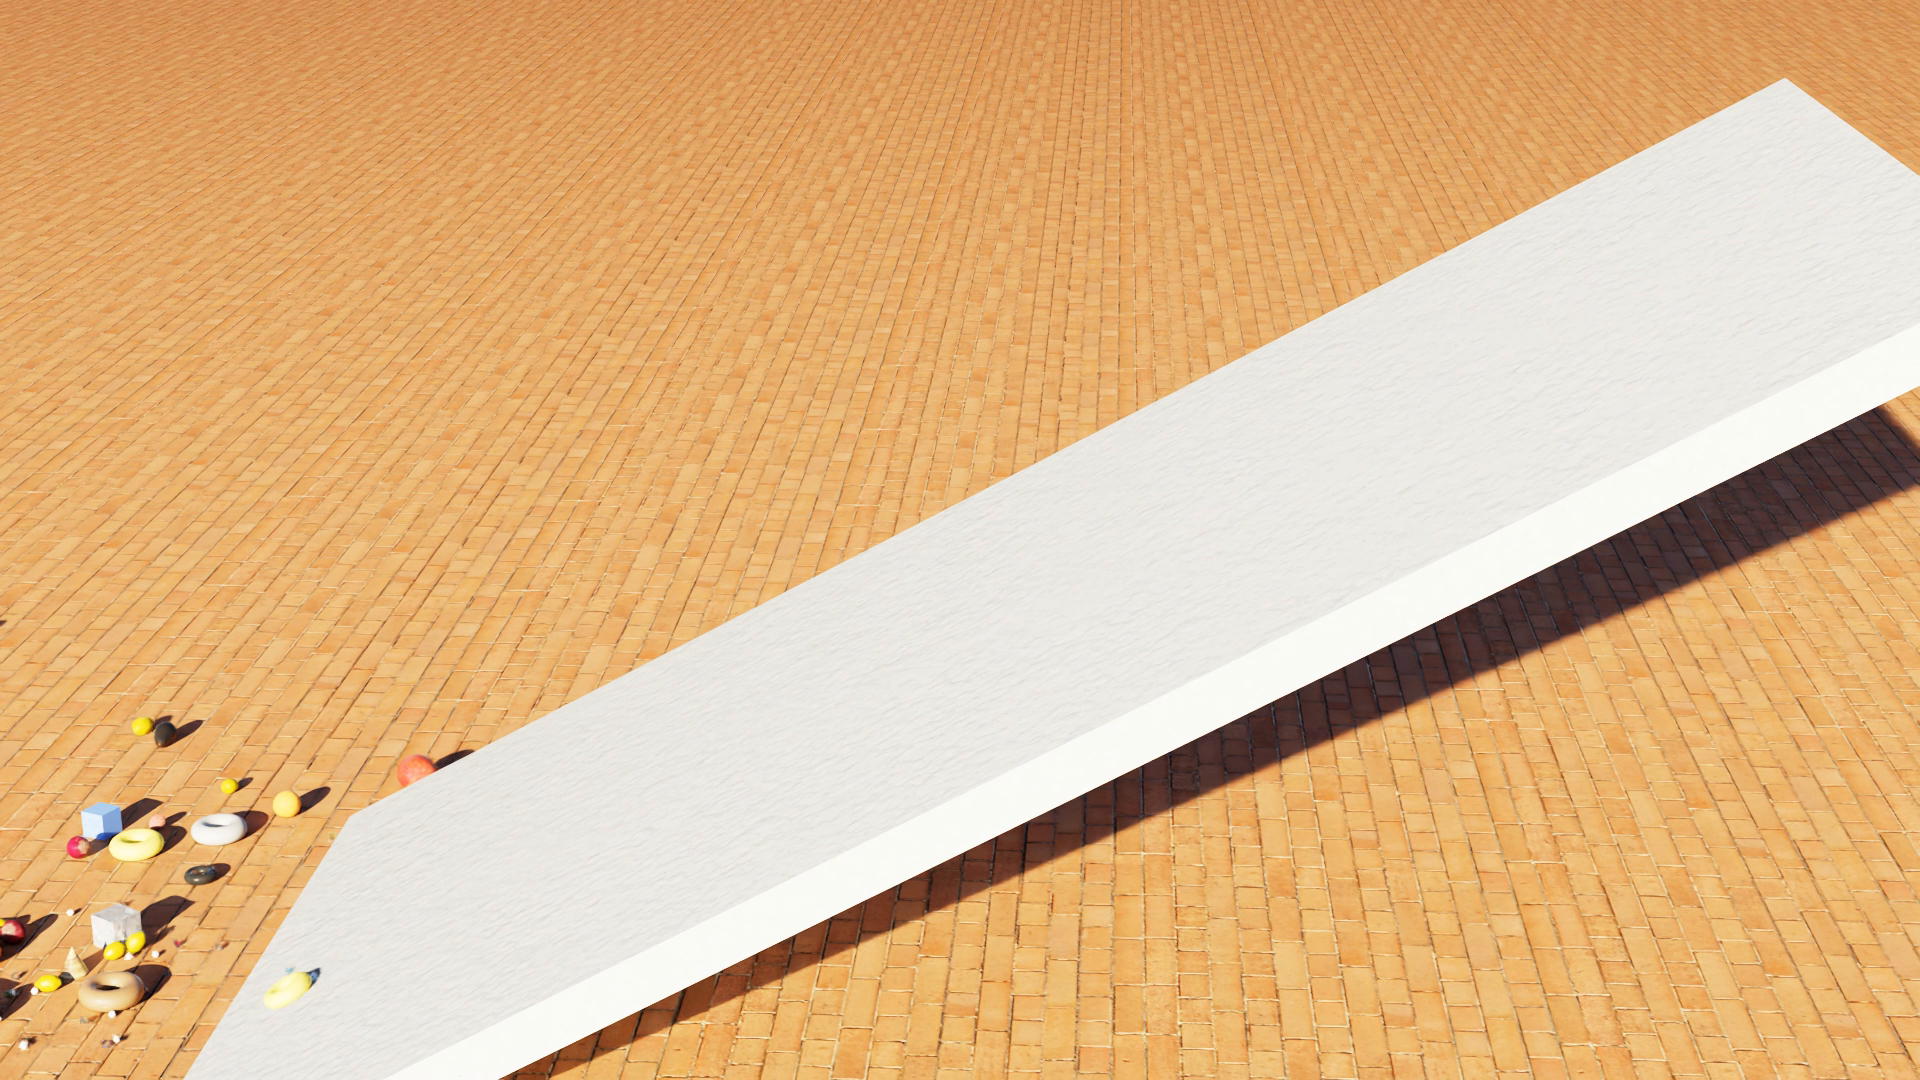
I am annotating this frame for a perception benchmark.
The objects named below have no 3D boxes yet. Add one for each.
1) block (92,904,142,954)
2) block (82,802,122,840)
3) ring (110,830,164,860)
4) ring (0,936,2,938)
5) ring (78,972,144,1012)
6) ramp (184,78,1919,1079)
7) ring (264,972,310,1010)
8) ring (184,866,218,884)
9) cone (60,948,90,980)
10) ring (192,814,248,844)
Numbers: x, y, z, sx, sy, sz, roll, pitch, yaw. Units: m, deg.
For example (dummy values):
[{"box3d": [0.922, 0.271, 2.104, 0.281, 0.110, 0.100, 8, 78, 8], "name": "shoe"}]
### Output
[{"box3d": [-2.027, 0.934, 7.074, 0.080, 0.080, 0.080, 12, 22, 34], "name": "block"}, {"box3d": [-2.248, 0.737, 7.706, 0.069, 0.069, 0.069, 8, 20, 25], "name": "block"}, {"box3d": [-2.124, 0.786, 7.590, 0.138, 0.046, 0.138, -1, 19, 0], "name": "ring"}, {"box3d": [-2.371, 0.960, 7.050, 0.139, 0.046, 0.139, 1, 19, 0], "name": "ring"}, {"box3d": [-1.959, 1.042, 6.789, 0.150, 0.050, 0.150, 1, 19, 0], "name": "ring"}, {"box3d": [0.141, 0.167, 6.282, 4.000, 0.100, 2.000, -27, 14, 11], "name": "ramp"}, {"box3d": [-1.459, 0.978, 6.386, 0.110, 0.037, 0.110, -27, 15, 8], "name": "ring"}, {"box3d": [-1.919, 0.847, 7.431, 0.083, 0.028, 0.083, -1, 18, 0], "name": "ring"}, {"box3d": [-2.087, 0.988, 6.923, 0.070, 0.070, 0.070, 0, 18, 0], "name": "cone"}, {"box3d": [-1.935, 0.756, 7.683, 0.144, 0.048, 0.144, 0, 17, 0], "name": "ring"}]
